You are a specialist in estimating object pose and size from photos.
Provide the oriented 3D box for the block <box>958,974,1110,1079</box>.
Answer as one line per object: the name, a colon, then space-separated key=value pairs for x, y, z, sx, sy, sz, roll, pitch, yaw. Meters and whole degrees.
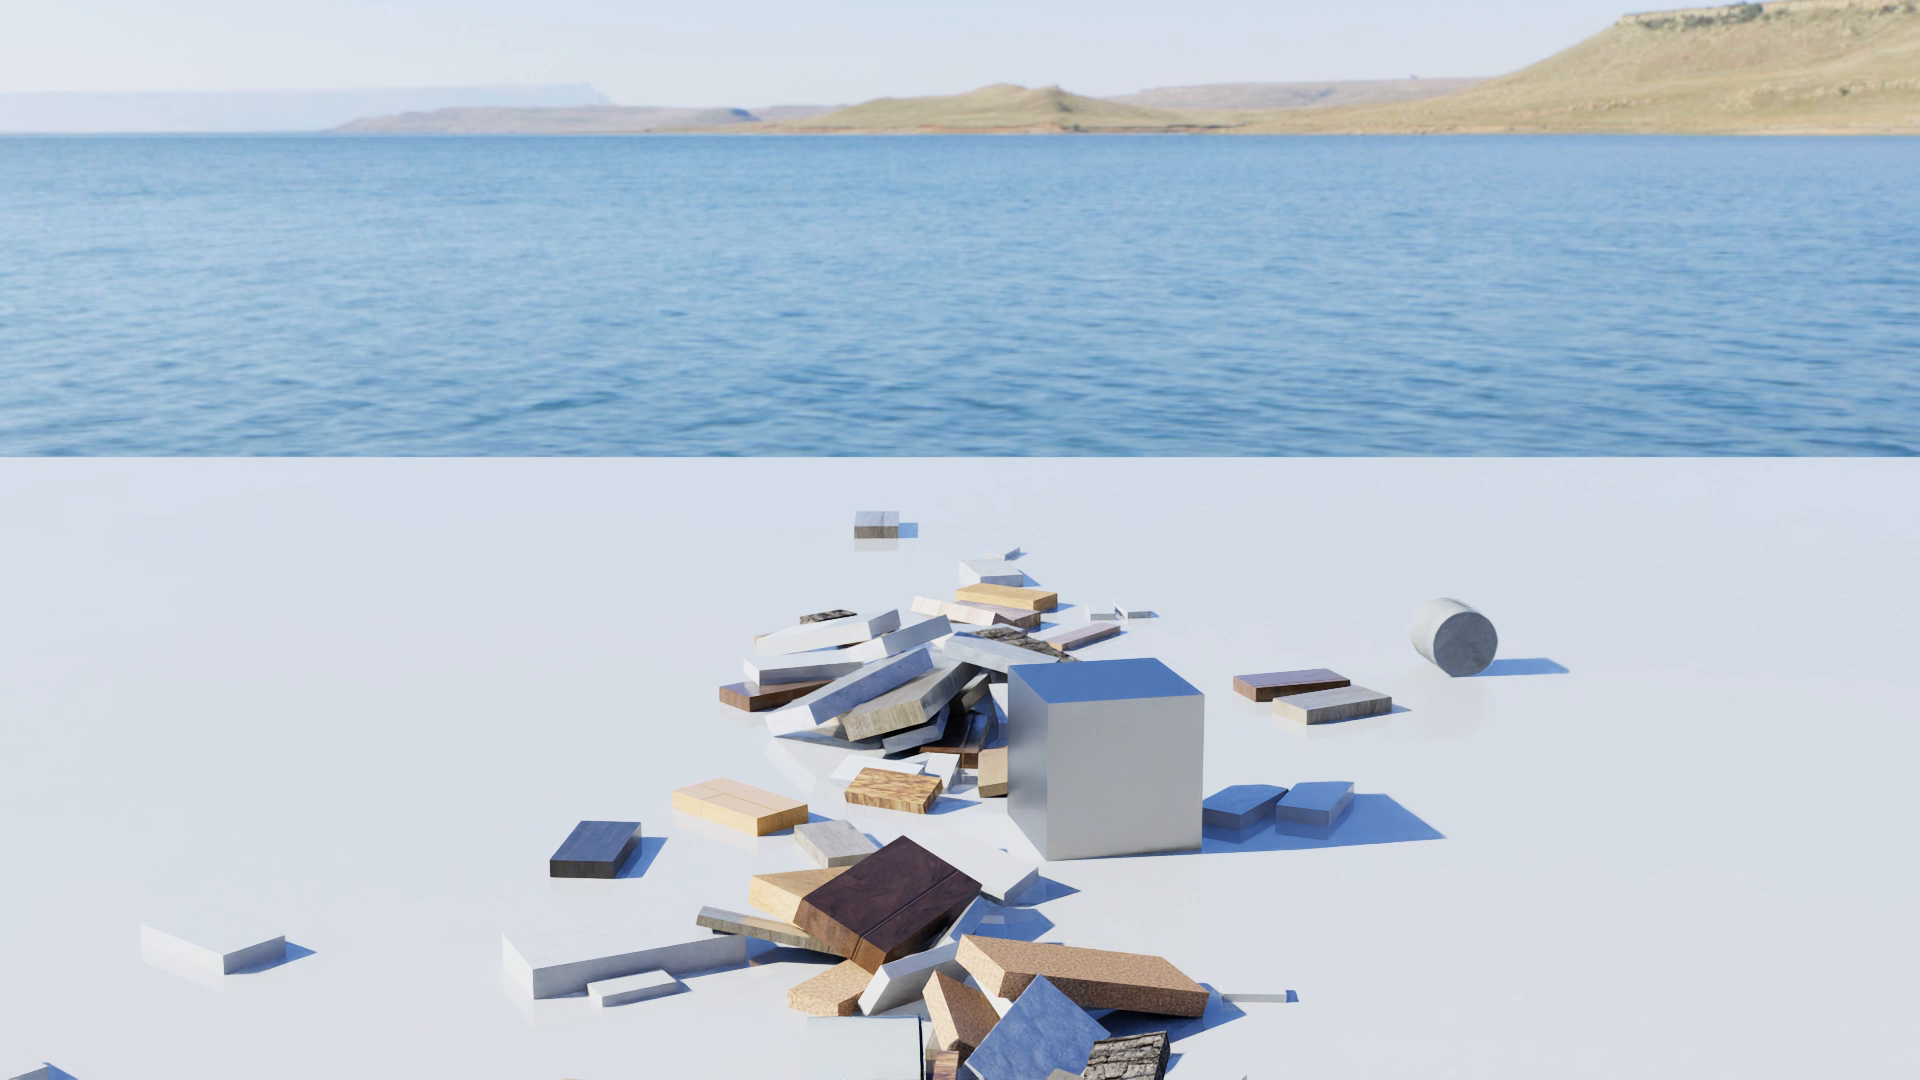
block: x=0.096 y=0.673 z=2.871 sx=0.125 sy=0.035 sz=0.250 roll=39 pitch=28 yaw=9

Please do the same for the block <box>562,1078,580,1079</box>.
block: x=-0.508 y=0.733 z=2.855 sx=0.058 sy=0.017 sz=0.117 roll=2 pitch=11 yaw=11

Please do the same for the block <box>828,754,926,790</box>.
block: x=-0.159 y=0.457 z=4.252 sx=0.167 sy=0.024 sz=0.084 roll=6 pitch=30 yaw=28

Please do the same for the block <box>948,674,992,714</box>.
block: x=-0.015 y=0.347 z=4.797 sx=0.116 sy=0.033 sz=0.232 roll=-15 pitch=6 yaw=18

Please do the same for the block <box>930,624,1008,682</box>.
block: x=0.083 y=0.265 z=5.153 sx=0.168 sy=0.048 sz=0.337 roll=5 pitch=11 yaw=-28

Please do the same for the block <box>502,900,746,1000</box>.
block: x=-0.513 y=0.623 z=3.362 sx=0.332 sy=0.047 sz=0.166 roll=-5 pitch=12 yaw=-26

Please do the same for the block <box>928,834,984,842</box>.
block: x=-0.005 y=0.553 z=3.795 sx=0.098 sy=0.028 sz=0.195 roll=0 pitch=11 yaw=-1

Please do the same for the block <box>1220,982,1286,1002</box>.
block: x=0.431 y=0.665 z=3.232 sx=0.093 sy=0.013 sz=0.046 roll=0 pitch=11 yaw=2

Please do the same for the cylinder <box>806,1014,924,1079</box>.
cylinder: x=-0.122 y=0.678 z=2.798 sx=0.145 sy=0.145 sz=0.145 roll=-1 pitch=11 yaw=-4

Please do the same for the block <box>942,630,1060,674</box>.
block: x=0.090 y=0.254 z=4.779 sx=0.235 sy=0.033 sz=0.117 roll=15 pitch=12 yaw=13

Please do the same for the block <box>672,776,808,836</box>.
block: x=-0.410 y=0.495 z=4.088 sx=0.245 sy=0.035 sz=0.122 roll=10 pitch=15 yaw=44

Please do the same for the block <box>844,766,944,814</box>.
block: x=-0.125 y=0.473 z=4.157 sx=0.167 sy=0.024 sz=0.084 roll=5 pitch=33 yaw=26

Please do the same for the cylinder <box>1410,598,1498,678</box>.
cylinder: x=1.163 y=0.229 z=5.186 sx=0.157 sy=0.157 sz=0.157 roll=-1 pitch=11 yaw=-8

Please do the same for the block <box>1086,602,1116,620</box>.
block: x=0.369 y=0.188 z=5.781 sx=0.066 sy=0.019 sz=0.132 roll=0 pitch=11 yaw=-2

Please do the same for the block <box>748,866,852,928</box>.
block: x=-0.154 y=0.569 z=3.528 sx=0.332 sy=0.047 sz=0.166 roll=2 pitch=7 yaw=-41

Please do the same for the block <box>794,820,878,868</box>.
block: x=-0.216 y=0.538 z=3.872 sx=0.098 sy=0.028 sz=0.195 roll=-4 pitch=11 yaw=-21

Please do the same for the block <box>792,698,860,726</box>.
block: x=-0.246 y=0.369 z=4.773 sx=0.220 sy=0.031 sz=0.110 roll=8 pitch=13 yaw=38

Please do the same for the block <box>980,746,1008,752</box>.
block: x=0.136 y=0.446 z=4.365 sx=0.099 sy=0.028 sz=0.199 roll=-6 pitch=12 yaw=-31

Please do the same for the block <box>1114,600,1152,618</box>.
block: x=0.454 y=0.184 z=5.804 sx=0.064 sy=0.018 sz=0.129 roll=-2 pitch=11 yaw=-12

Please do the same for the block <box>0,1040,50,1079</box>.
block: x=-1.365 y=0.725 z=2.813 sx=0.166 sy=0.047 sz=0.332 roll=9 pitch=14 yaw=40

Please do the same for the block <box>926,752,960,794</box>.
block: x=-0.040 y=0.453 z=4.270 sx=0.057 sy=0.016 sz=0.113 roll=3 pitch=29 yaw=13

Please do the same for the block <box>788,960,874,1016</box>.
block: x=-0.161 y=0.656 z=3.240 sx=0.092 sy=0.026 sz=0.184 roll=7 pitch=13 yaw=34

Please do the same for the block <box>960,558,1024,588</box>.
block: x=0.087 y=0.094 z=6.243 sx=0.124 sy=0.035 sz=0.248 roll=-3 pitch=11 yaw=-13

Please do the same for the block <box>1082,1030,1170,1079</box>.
block: x=0.202 y=0.669 z=2.725 sx=0.095 sy=0.027 sz=0.189 roll=-12 pitch=11 yaw=14

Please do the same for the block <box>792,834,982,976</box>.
block: x=-0.107 y=0.559 z=3.390 sx=0.156 sy=0.044 sz=0.312 roll=29 pitch=23 yaw=20

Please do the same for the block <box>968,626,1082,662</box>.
block: x=0.148 y=0.265 z=4.953 sx=0.143 sy=0.041 sz=0.286 roll=-6 pitch=20 yaw=-42

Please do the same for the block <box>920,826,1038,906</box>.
block: x=0.024 y=0.546 z=3.686 sx=0.195 sy=0.028 sz=0.098 roll=19 pitch=31 yaw=33

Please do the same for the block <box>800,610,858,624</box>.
block: x=-0.340 y=0.203 z=5.699 sx=0.136 sy=0.019 sz=0.068 roll=-9 pitch=14 yaw=-41

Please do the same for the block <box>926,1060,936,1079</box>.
block: x=-0.016 y=0.716 z=2.863 sx=0.059 sy=0.017 sz=0.117 roll=0 pitch=19 yaw=0

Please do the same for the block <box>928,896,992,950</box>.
block: x=-0.013 y=0.608 z=3.340 sx=0.026 sy=0.092 sz=0.184 roll=44 pitch=18 yaw=3

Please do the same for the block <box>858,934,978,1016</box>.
block: x=-0.055 y=0.633 z=3.193 sx=0.184 sy=0.092 sz=0.026 roll=-9 pitch=50 yaw=-41

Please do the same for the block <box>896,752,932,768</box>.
block: x=-0.102 y=0.445 z=4.341 sx=0.113 sy=0.016 sz=0.057 roll=-14 pitch=9 yaw=-22

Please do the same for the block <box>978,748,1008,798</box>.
block: x=0.079 y=0.449 z=4.269 sx=0.084 sy=0.024 sz=0.167 roll=-10 pitch=17 yaw=4

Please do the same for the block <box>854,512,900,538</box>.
block: x=-0.264 y=-0.049 z=7.003 sx=0.139 sy=0.039 sz=0.277 roll=0 pitch=11 yaw=-1
